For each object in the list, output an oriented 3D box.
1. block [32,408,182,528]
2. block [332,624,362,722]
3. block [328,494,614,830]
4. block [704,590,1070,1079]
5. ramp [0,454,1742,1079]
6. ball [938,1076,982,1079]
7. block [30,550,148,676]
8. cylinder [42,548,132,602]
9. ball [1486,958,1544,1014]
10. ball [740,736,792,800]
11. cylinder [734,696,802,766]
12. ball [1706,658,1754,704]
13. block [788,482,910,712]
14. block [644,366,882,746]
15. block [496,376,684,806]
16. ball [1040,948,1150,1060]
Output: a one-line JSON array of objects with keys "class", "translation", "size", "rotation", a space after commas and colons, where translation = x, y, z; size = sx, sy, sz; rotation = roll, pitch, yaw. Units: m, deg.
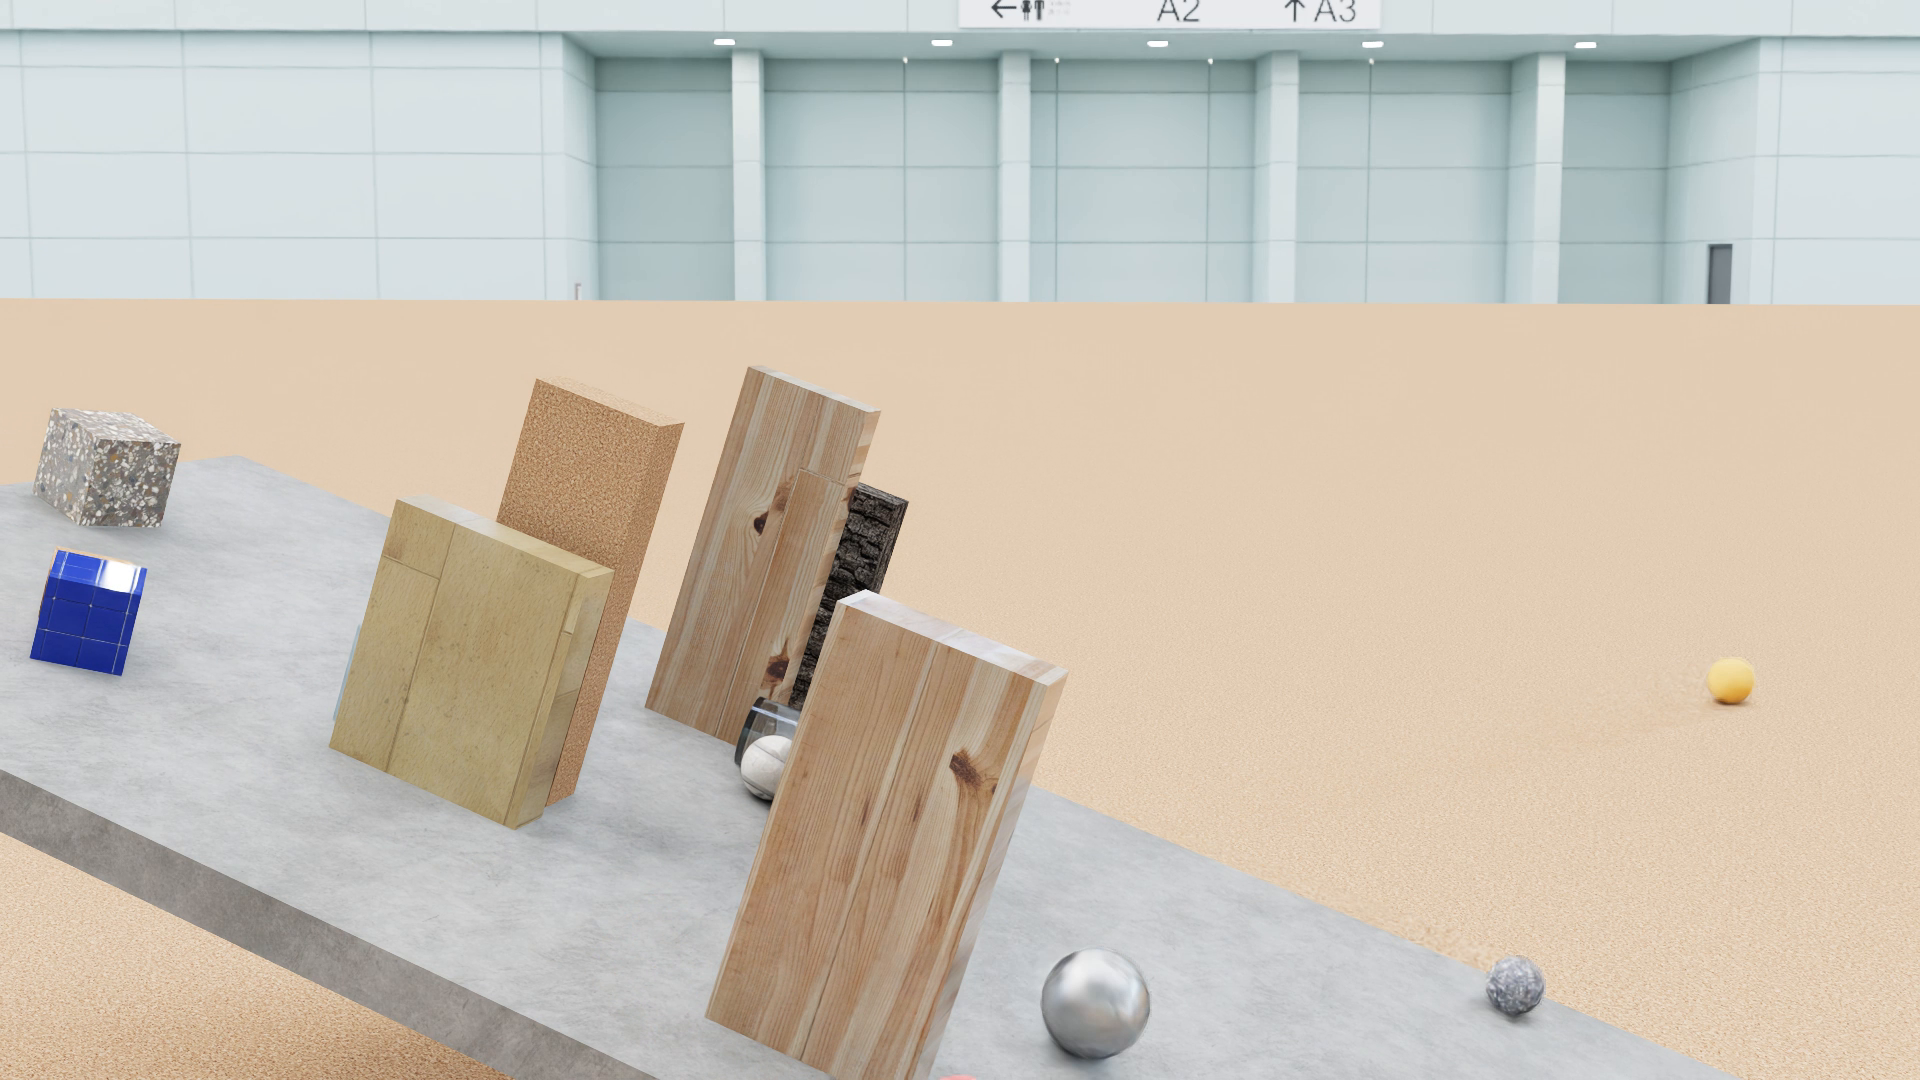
[{"class": "block", "translation": [-1.878, -0.159, 4.841], "size": [0.198, 0.198, 0.198], "rotation": [26, 14, 34]}, {"class": "block", "translation": [-1.032, 0.271, 4.178], "size": [0.195, 0.195, 0.195], "rotation": [21, 12, 14]}, {"class": "block", "translation": [-0.880, 0.216, 3.951], "size": [0.395, 0.485, 0.101], "rotation": [21, 12, 14]}, {"class": "block", "translation": [-0.118, 0.473, 3.393], "size": [0.346, 0.706, 0.128], "rotation": [21, 12, 14]}, {"class": "ramp", "translation": [-0.347, 0.647, 4.220], "size": [4.000, 0.100, 2.000], "rotation": [21, 12, 14]}, {"class": "ball", "translation": [0.000, 0.854, 3.119], "size": [0.185, 0.185, 0.185], "rotation": [0, 7, 0]}, {"class": "block", "translation": [-1.599, 0.133, 4.040], "size": [0.159, 0.159, 0.159], "rotation": [14, 13, -20]}, {"class": "cylinder", "translation": [-1.658, 0.094, 4.172], "size": [0.140, 0.140, 0.140], "rotation": [11, 3, -20]}, {"class": "ball", "translation": [1.169, 0.940, 4.634], "size": [0.119, 0.119, 0.119], "rotation": [0, 7, 0]}, {"class": "ball", "translation": [-0.377, 0.461, 4.450], "size": [0.132, 0.132, 0.132], "rotation": [0, 7, 0]}, {"class": "cylinder", "translation": [-0.372, 0.423, 4.588], "size": [0.151, 0.151, 0.151], "rotation": [20, 10, 7]}, {"class": "ball", "translation": [3.337, 0.609, 9.523], "size": [0.194, 0.194, 0.194], "rotation": [0, 7, 0]}, {"class": "block", "translation": [-0.338, 0.137, 4.893], "size": [0.277, 0.575, 0.086], "rotation": [21, 12, 14]}, {"class": "block", "translation": [-0.424, 0.045, 4.685], "size": [0.282, 0.780, 0.083], "rotation": [21, 12, 14]}, {"class": "block", "translation": [-0.747, 0.094, 4.059], "size": [0.254, 0.747, 0.111], "rotation": [21, 12, 14]}, {"class": "ball", "translation": [0.231, 0.789, 3.748], "size": [0.187, 0.187, 0.187], "rotation": [0, 7, 0]}]
